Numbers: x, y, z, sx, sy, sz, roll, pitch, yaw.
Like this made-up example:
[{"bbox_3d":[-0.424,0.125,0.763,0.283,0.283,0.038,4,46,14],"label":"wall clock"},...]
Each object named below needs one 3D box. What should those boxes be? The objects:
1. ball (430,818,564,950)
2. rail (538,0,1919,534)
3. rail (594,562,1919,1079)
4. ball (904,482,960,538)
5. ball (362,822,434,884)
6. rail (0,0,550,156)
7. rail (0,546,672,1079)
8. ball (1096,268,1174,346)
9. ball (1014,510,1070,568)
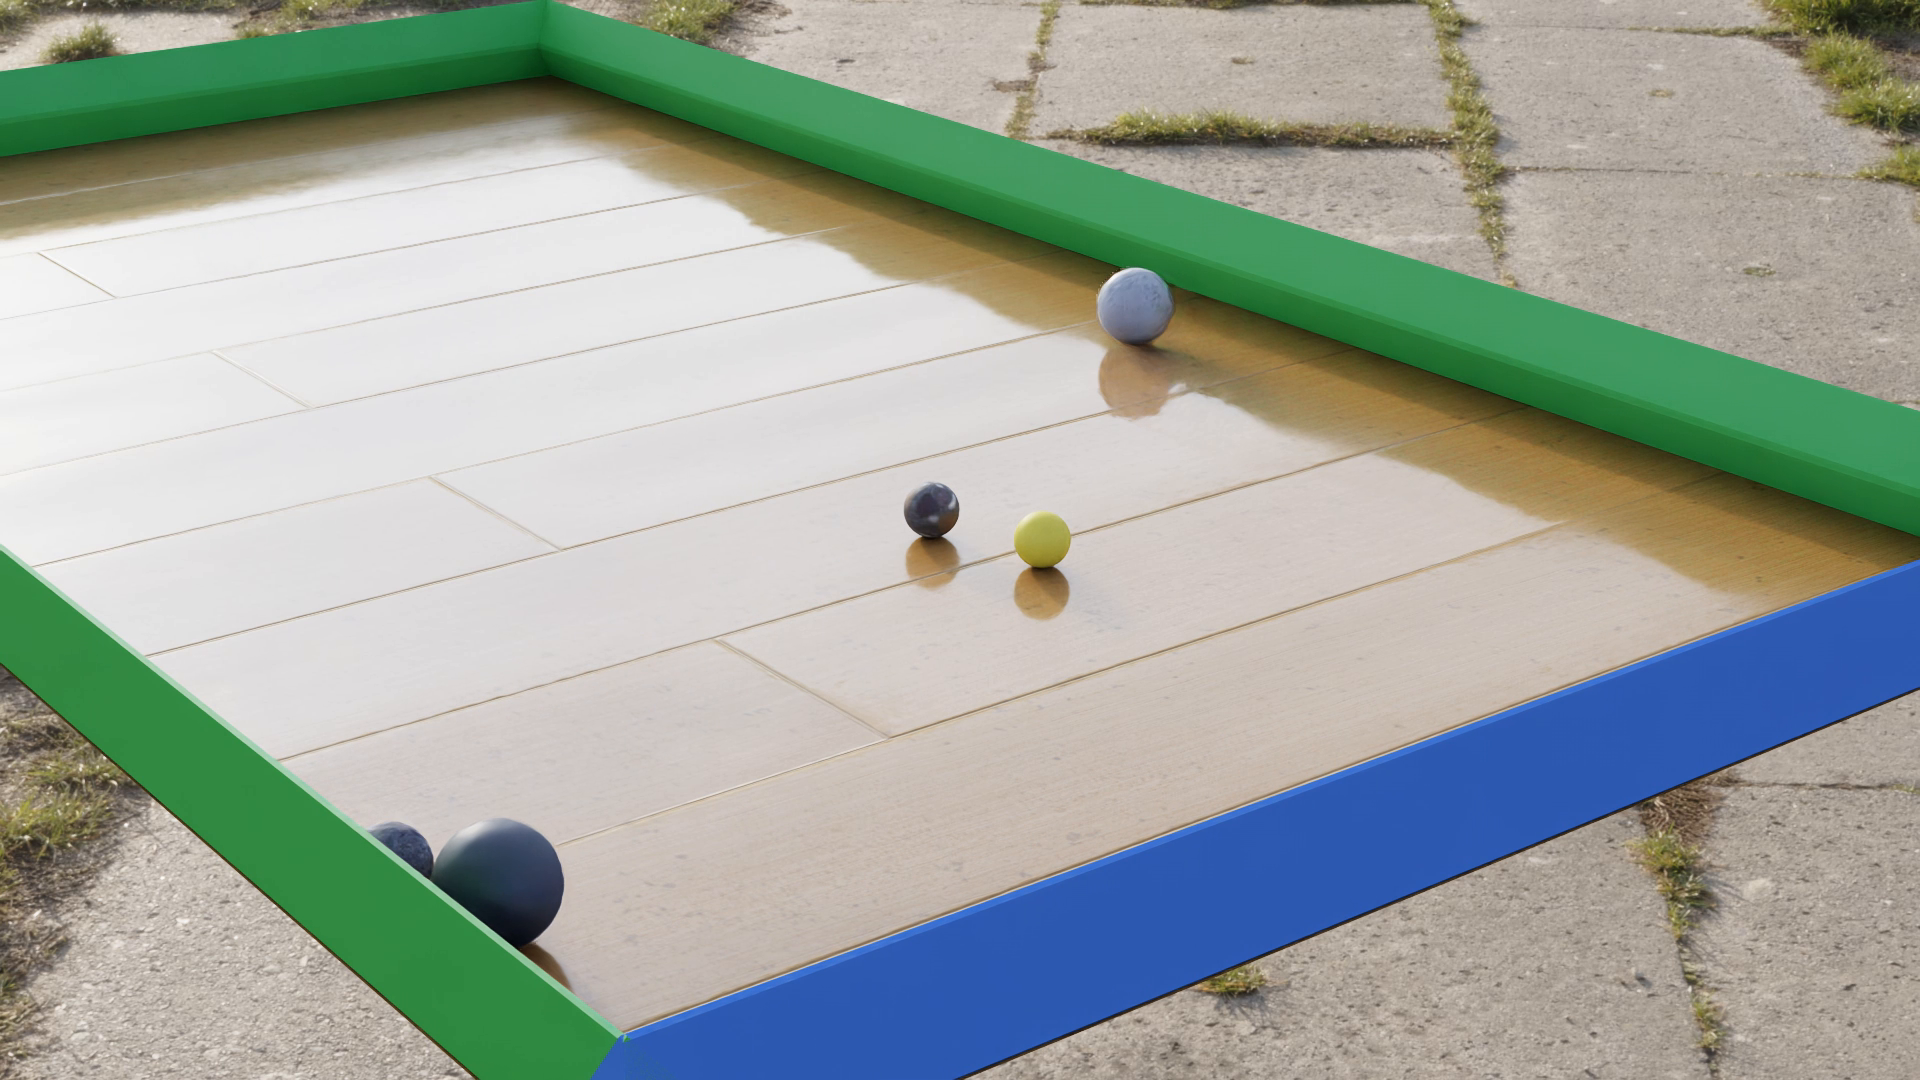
[{"bbox_3d":[-0.307,0.229,1.951,0.088,0.088,0.088,0,21,0],"label":"ball"},{"bbox_3d":[0.168,-0.377,3.475,0.045,0.114,2.675,-15,26,-34],"label":"rail"},{"bbox_3d":[0.392,0.159,2.092,1.493,0.114,0.045,-15,26,-34],"label":"rail"},{"bbox_3d":[-0.026,-0.028,2.663,0.051,0.051,0.051,0,21,0],"label":"ball"},{"bbox_3d":[-0.389,0.222,2.008,0.060,0.060,0.060,0,21,0],"label":"ball"},{"bbox_3d":[-1.204,-0.596,4.038,1.493,0.114,0.045,-15,26,-34],"label":"rail"},{"bbox_3d":[-0.981,-0.059,2.656,0.045,0.114,2.675,-15,26,-34],"label":"rail"},{"bbox_3d":[0.191,-0.254,3.201,0.084,0.084,0.084,0,21,0],"label":"ball"},{"bbox_3d":[0.073,0.000,2.594,0.051,0.051,0.051,0,21,0],"label":"ball"}]
